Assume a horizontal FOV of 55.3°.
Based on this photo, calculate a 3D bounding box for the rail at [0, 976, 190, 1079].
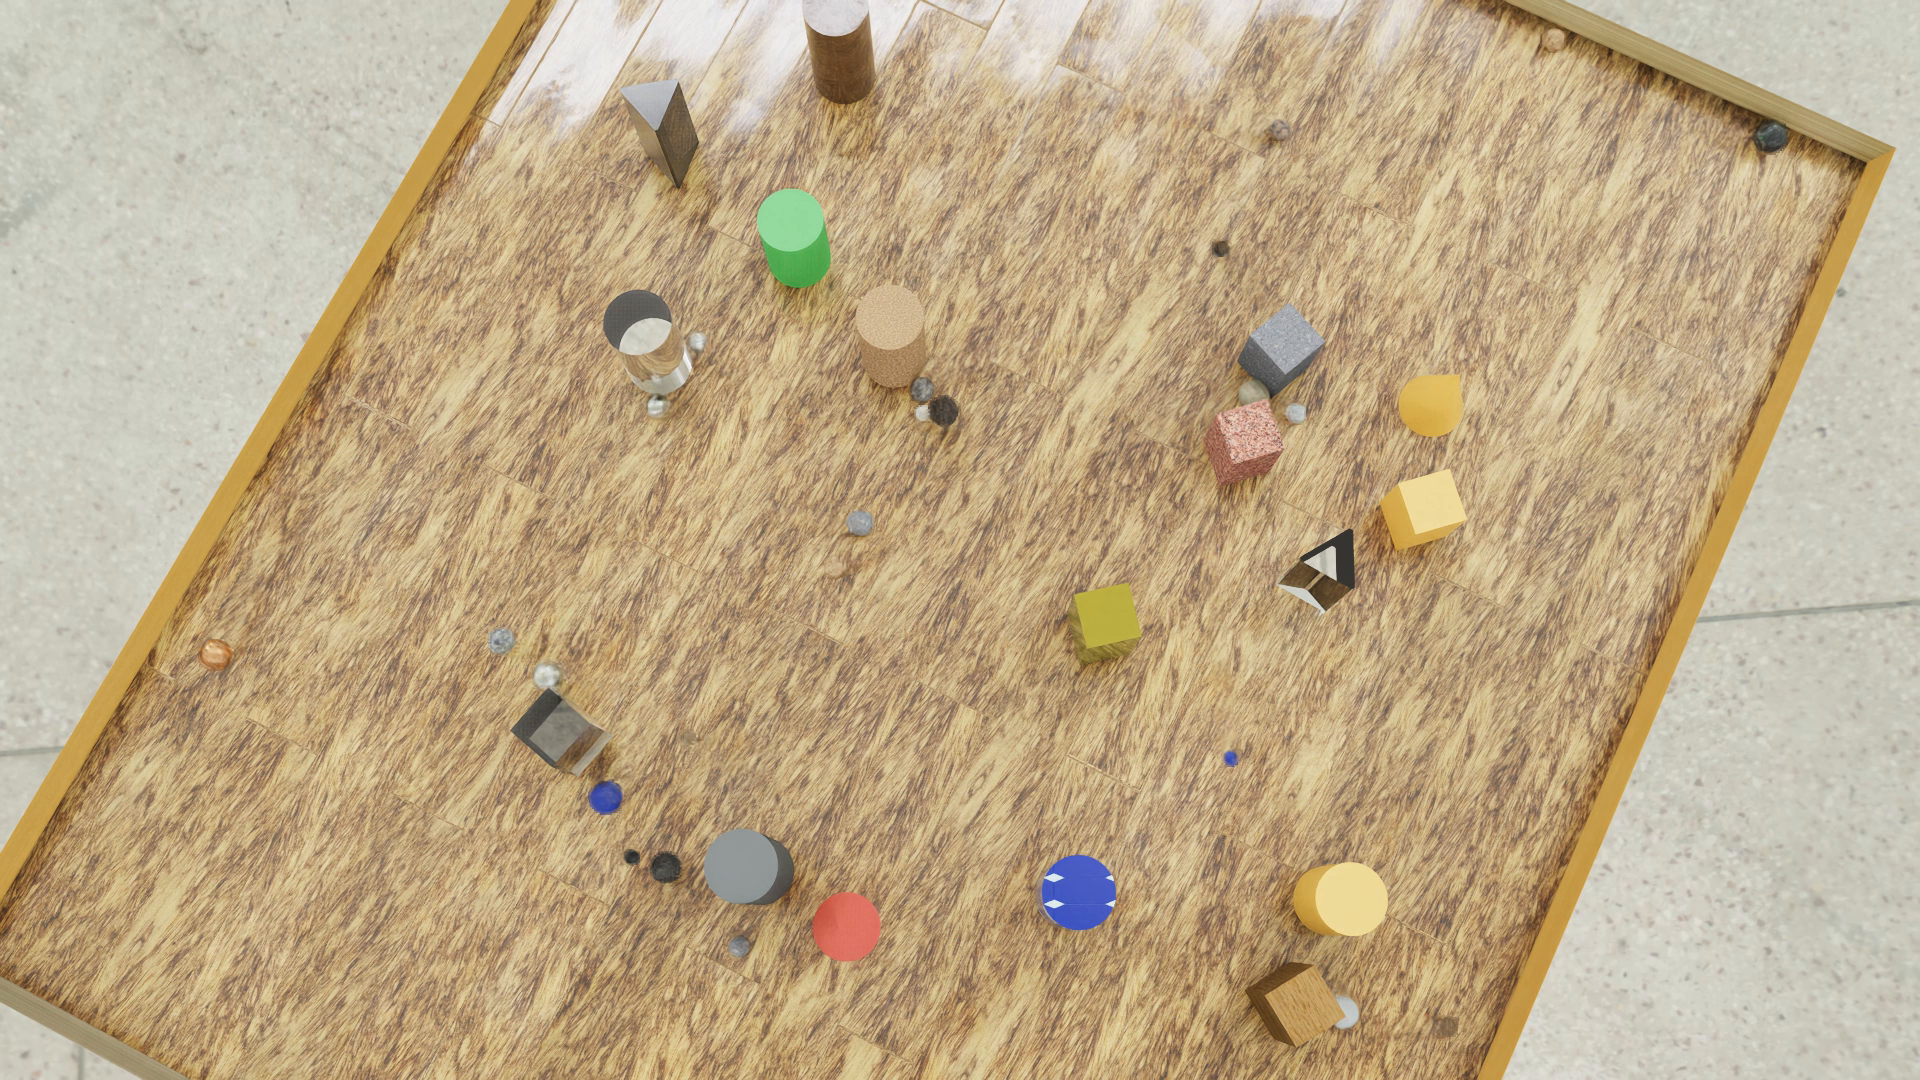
[{"bbox_3d":[-1.075,2.113,5.112,4.132,0.130,0.045,26,80,5],"label":"rail"}]

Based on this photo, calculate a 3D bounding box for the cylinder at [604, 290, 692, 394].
[{"bbox_3d":[-0.938,-0.592,5.530,0.200,0.410,0.200,0,78,0],"label":"cylinder"}]

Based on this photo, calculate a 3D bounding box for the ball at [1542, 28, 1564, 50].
[{"bbox_3d":[1.915,-1.617,5.915,0.070,0.070,0.070,0,78,0],"label":"ball"}]

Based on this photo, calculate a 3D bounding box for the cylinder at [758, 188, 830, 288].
[{"bbox_3d":[-0.508,-0.926,5.645,0.200,0.320,0.200,0,78,0],"label":"cylinder"}]

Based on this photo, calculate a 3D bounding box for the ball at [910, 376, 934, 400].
[{"bbox_3d":[-0.116,-0.468,5.676,0.074,0.074,0.074,0,78,0],"label":"ball"}]

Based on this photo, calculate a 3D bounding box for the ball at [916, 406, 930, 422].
[{"bbox_3d":[-0.114,-0.391,5.675,0.045,0.045,0.045,0,78,0],"label":"ball"}]

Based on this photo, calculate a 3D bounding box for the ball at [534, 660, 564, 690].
[{"bbox_3d":[-1.230,0.408,5.485,0.092,0.092,0.092,0,78,0],"label":"ball"}]

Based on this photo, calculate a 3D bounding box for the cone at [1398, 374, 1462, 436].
[{"bbox_3d":[1.465,-0.452,5.539,0.200,0.336,0.200,0,78,0],"label":"cone"}]

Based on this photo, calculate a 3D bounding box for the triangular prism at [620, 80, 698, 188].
[{"bbox_3d":[-0.896,-1.278,5.656,0.150,0.441,0.173,-40,81,-8],"label":"triangular prism"}]

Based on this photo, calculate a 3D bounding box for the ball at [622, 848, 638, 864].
[{"bbox_3d":[-0.970,0.933,5.400,0.045,0.045,0.045,0,78,0],"label":"ball"}]

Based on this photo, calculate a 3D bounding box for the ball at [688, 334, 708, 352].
[{"bbox_3d":[-0.817,-0.614,5.714,0.059,0.059,0.059,0,78,0],"label":"ball"}]

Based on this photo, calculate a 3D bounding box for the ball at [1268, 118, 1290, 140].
[{"bbox_3d":[1.020,-1.311,5.854,0.067,0.067,0.067,0,78,0],"label":"ball"}]

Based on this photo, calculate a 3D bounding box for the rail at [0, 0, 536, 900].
[{"bbox_3d":[-1.827,-0.887,5.733,0.045,0.130,4.856,26,80,5],"label":"rail"}]

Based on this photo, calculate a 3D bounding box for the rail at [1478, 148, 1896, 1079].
[{"bbox_3d":[1.827,0.901,5.363,0.045,0.130,4.856,26,80,5],"label":"rail"}]

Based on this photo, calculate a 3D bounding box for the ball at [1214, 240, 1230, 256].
[{"bbox_3d":[0.824,-0.919,5.781,0.050,0.050,0.050,0,78,0],"label":"ball"}]

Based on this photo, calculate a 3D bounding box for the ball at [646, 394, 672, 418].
[{"bbox_3d":[-0.932,-0.413,5.663,0.077,0.077,0.077,0,78,0],"label":"ball"}]

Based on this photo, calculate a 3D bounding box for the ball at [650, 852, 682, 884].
[{"bbox_3d":[-0.861,0.962,5.372,0.089,0.089,0.089,0,78,0],"label":"ball"}]

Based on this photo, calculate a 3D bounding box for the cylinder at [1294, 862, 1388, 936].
[{"bbox_3d":[1.081,1.026,5.228,0.200,0.345,0.200,0,78,0],"label":"cylinder"}]

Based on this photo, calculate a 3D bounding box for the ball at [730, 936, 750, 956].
[{"bbox_3d":[-0.641,1.183,5.341,0.060,0.060,0.060,0,78,0],"label":"ball"}]

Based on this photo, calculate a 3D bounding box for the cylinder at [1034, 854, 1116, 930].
[{"bbox_3d":[0.320,0.997,5.165,0.200,0.480,0.200,0,78,0],"label":"cylinder"}]

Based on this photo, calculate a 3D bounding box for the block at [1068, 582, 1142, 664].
[{"bbox_3d":[0.421,0.250,5.388,0.160,0.346,0.160,-12,79,-3],"label":"block"}]

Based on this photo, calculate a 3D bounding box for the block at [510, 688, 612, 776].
[{"bbox_3d":[-1.151,0.561,5.318,0.160,0.357,0.160,39,81,7],"label":"block"}]

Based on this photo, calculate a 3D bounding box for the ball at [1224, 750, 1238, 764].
[{"bbox_3d":[0.806,0.648,5.461,0.041,0.041,0.041,0,78,0],"label":"ball"}]

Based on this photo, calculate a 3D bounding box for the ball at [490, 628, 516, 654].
[{"bbox_3d":[-1.375,0.305,5.513,0.080,0.080,0.080,0,78,0],"label":"ball"}]

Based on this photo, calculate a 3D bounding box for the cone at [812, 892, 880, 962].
[{"bbox_3d":[-0.333,1.099,5.201,0.200,0.368,0.200,0,78,0],"label":"cone"}]

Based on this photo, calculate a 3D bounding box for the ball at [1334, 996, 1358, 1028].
[{"bbox_3d":[1.104,1.362,5.288,0.092,0.092,0.092,0,78,0],"label":"ball"}]

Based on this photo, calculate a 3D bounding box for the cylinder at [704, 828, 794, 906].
[{"bbox_3d":[-0.589,0.927,5.173,0.200,0.493,0.200,0,78,0],"label":"cylinder"}]

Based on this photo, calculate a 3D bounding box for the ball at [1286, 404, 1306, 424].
[{"bbox_3d":[1.036,-0.392,5.666,0.061,0.061,0.061,0,78,0],"label":"ball"}]

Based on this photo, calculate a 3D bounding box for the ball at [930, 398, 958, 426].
[{"bbox_3d":[-0.050,-0.395,5.652,0.090,0.090,0.090,0,78,0],"label":"ball"}]

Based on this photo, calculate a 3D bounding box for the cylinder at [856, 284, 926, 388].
[{"bbox_3d":[-0.205,-0.612,5.546,0.200,0.387,0.200,0,78,0],"label":"cylinder"}]

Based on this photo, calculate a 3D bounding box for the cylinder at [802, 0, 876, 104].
[{"bbox_3d":[-0.373,-1.549,5.700,0.200,0.465,0.200,0,78,0],"label":"cylinder"}]

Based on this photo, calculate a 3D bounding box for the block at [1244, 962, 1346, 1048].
[{"bbox_3d":[0.939,1.304,5.159,0.160,0.367,0.160,-30,80,-6],"label":"block"}]

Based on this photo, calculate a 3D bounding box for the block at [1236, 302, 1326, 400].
[{"bbox_3d":[0.978,-0.576,5.601,0.160,0.264,0.160,-39,81,-7],"label":"block"}]

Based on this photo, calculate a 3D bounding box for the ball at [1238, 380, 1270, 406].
[{"bbox_3d":[0.907,-0.447,5.660,0.097,0.097,0.097,0,78,0],"label":"ball"}]

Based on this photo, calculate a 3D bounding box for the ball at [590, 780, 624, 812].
[{"bbox_3d":[-1.043,0.758,5.412,0.094,0.094,0.094,0,78,0],"label":"ball"}]

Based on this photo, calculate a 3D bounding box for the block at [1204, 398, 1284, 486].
[{"bbox_3d":[0.854,-0.290,5.529,0.160,0.289,0.160,-17,79,-3],"label":"block"}]

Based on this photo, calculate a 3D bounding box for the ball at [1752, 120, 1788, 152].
[{"bbox_3d":[2.577,-1.283,5.832,0.100,0.100,0.100,0,78,0],"label":"ball"}]

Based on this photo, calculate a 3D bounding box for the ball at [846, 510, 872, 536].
[{"bbox_3d":[-0.307,-0.053,5.588,0.078,0.078,0.078,0,78,0],"label":"ball"}]

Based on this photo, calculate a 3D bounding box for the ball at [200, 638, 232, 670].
[{"bbox_3d":[-2.233,0.342,5.499,0.092,0.092,0.092,0,78,0],"label":"ball"}]

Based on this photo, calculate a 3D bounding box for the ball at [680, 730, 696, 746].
[{"bbox_3d":[-0.811,0.592,5.470,0.046,0.046,0.046,0,78,0],"label":"ball"}]

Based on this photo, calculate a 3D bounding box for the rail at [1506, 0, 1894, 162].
[{"bbox_3d":[1.075,-2.099,5.984,4.132,0.130,0.045,26,80,5],"label":"rail"}]

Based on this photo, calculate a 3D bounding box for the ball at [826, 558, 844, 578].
[{"bbox_3d":[-0.382,0.085,5.570,0.057,0.057,0.057,0,78,0],"label":"ball"}]

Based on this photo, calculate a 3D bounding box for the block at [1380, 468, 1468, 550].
[{"bbox_3d":[1.390,-0.088,5.510,0.160,0.245,0.160,-16,79,-3],"label":"block"}]

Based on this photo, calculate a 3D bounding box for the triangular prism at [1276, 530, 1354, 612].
[{"bbox_3d":[1.078,0.072,5.400,0.173,0.395,0.150,30,80,6],"label":"triangular prism"}]

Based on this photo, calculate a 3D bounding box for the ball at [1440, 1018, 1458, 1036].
[{"bbox_3d":[1.411,1.407,5.299,0.051,0.051,0.051,0,78,0],"label":"ball"}]
